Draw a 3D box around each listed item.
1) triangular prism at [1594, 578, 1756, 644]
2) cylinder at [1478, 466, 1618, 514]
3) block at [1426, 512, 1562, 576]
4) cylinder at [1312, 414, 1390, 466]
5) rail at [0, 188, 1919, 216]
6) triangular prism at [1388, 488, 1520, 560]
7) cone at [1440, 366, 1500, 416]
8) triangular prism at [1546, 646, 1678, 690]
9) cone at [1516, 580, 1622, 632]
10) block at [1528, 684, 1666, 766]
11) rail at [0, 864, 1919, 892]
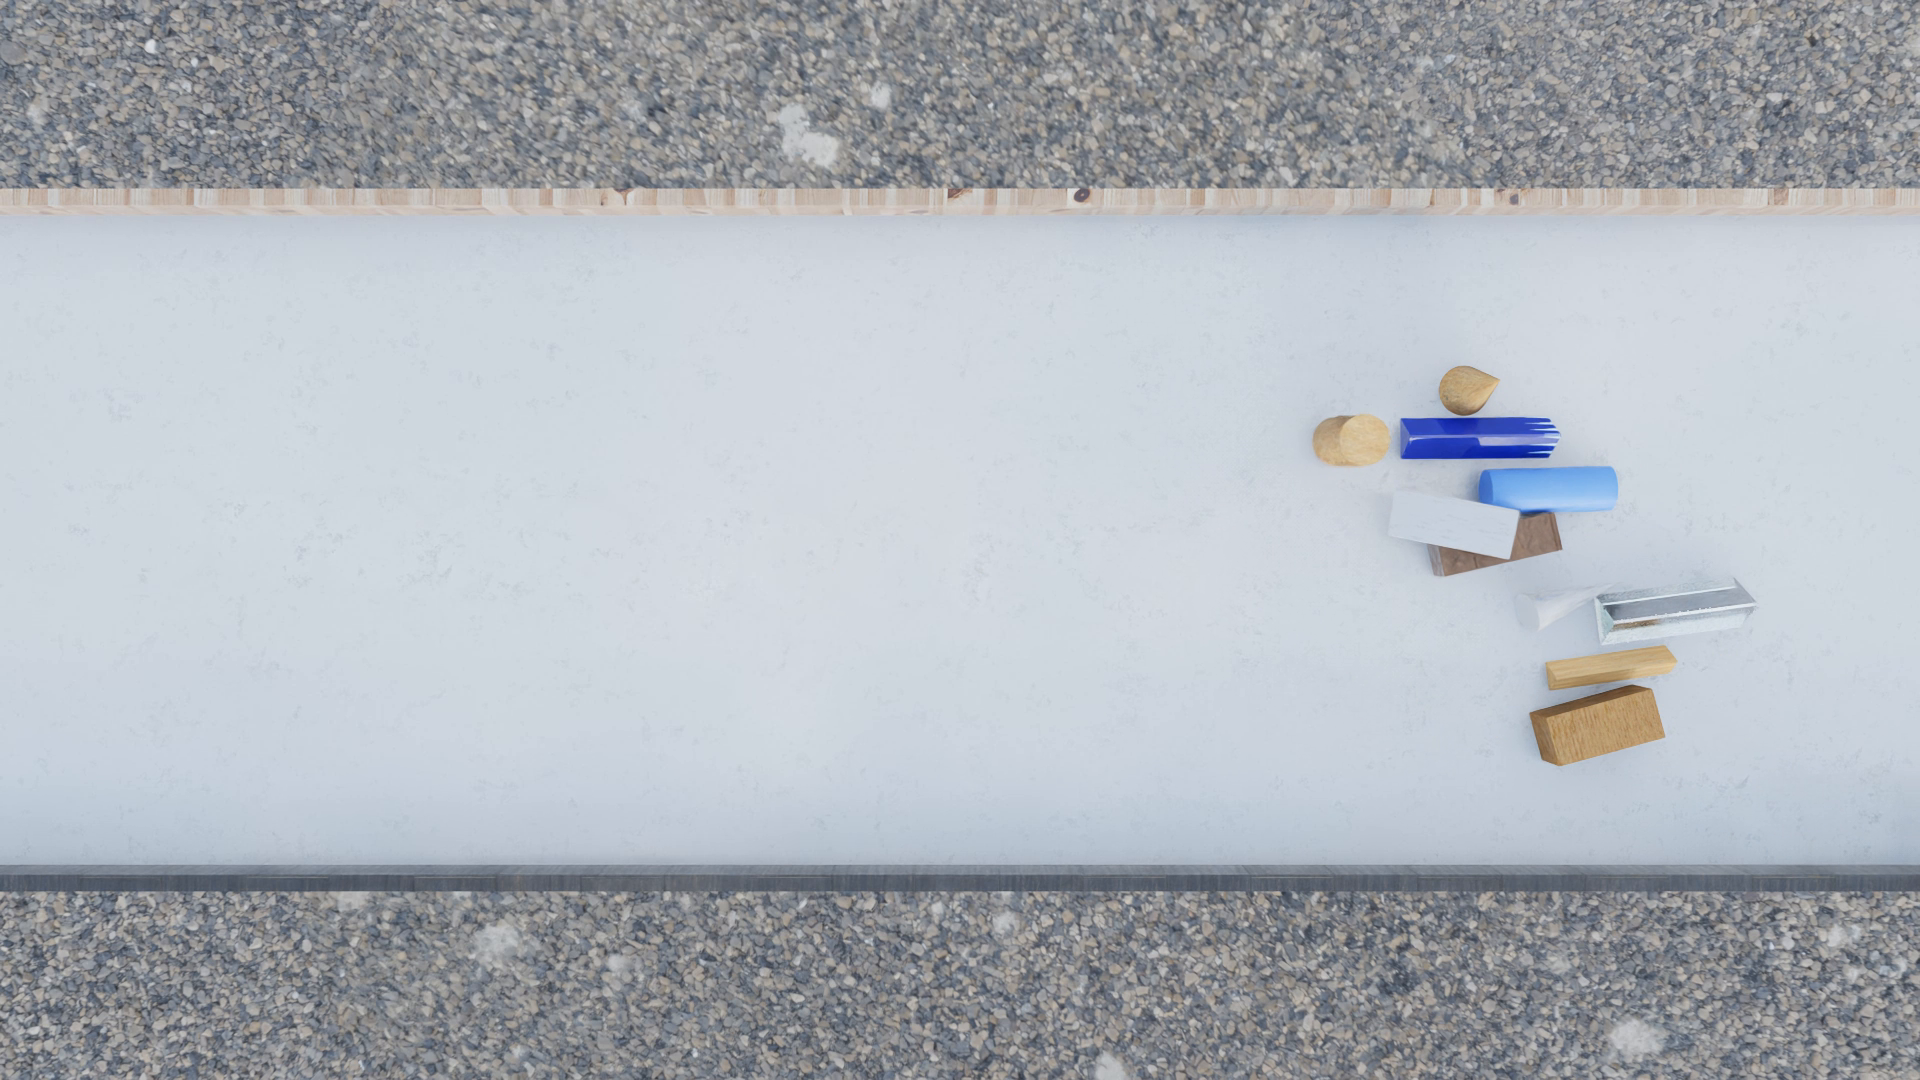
[{"bbox_3d":[2.175,0.219,5.007,0.432,0.131,0.152,-7,90,0],"label":"triangular prism"},{"bbox_3d":[1.784,-0.152,5.008,0.375,0.137,0.137,-2,90,0],"label":"cylinder"},{"bbox_3d":[1.623,0.014,5.019,0.364,0.116,0.116,-13,90,0],"label":"block"},{"bbox_3d":[1.162,-0.297,4.910,0.148,0.325,0.148,0,93,-1],"label":"cylinder"},{"bbox_3d":[-2.247,-1.025,5.002,12.000,0.150,0.050,0,90,0],"label":"rail"},{"bbox_3d":[1.478,-0.078,4.922,0.357,0.133,0.154,13,55,20],"label":"triangular prism"},{"bbox_3d":[1.551,-0.460,4.904,0.155,0.345,0.155,0,90,0],"label":"cone"},{"bbox_3d":[1.991,0.393,5.036,0.371,0.076,0.088,-8,90,0],"label":"triangular prism"},{"bbox_3d":[1.884,0.174,5.046,0.337,0.125,0.125,-17,90,-11],"label":"cone"},{"bbox_3d":[1.929,0.561,5.001,0.329,0.151,0.151,-15,90,0],"label":"block"},{"bbox_3d":[-2.247,1.025,5.001,12.000,0.150,0.050,0,90,0],"label":"rail"}]
